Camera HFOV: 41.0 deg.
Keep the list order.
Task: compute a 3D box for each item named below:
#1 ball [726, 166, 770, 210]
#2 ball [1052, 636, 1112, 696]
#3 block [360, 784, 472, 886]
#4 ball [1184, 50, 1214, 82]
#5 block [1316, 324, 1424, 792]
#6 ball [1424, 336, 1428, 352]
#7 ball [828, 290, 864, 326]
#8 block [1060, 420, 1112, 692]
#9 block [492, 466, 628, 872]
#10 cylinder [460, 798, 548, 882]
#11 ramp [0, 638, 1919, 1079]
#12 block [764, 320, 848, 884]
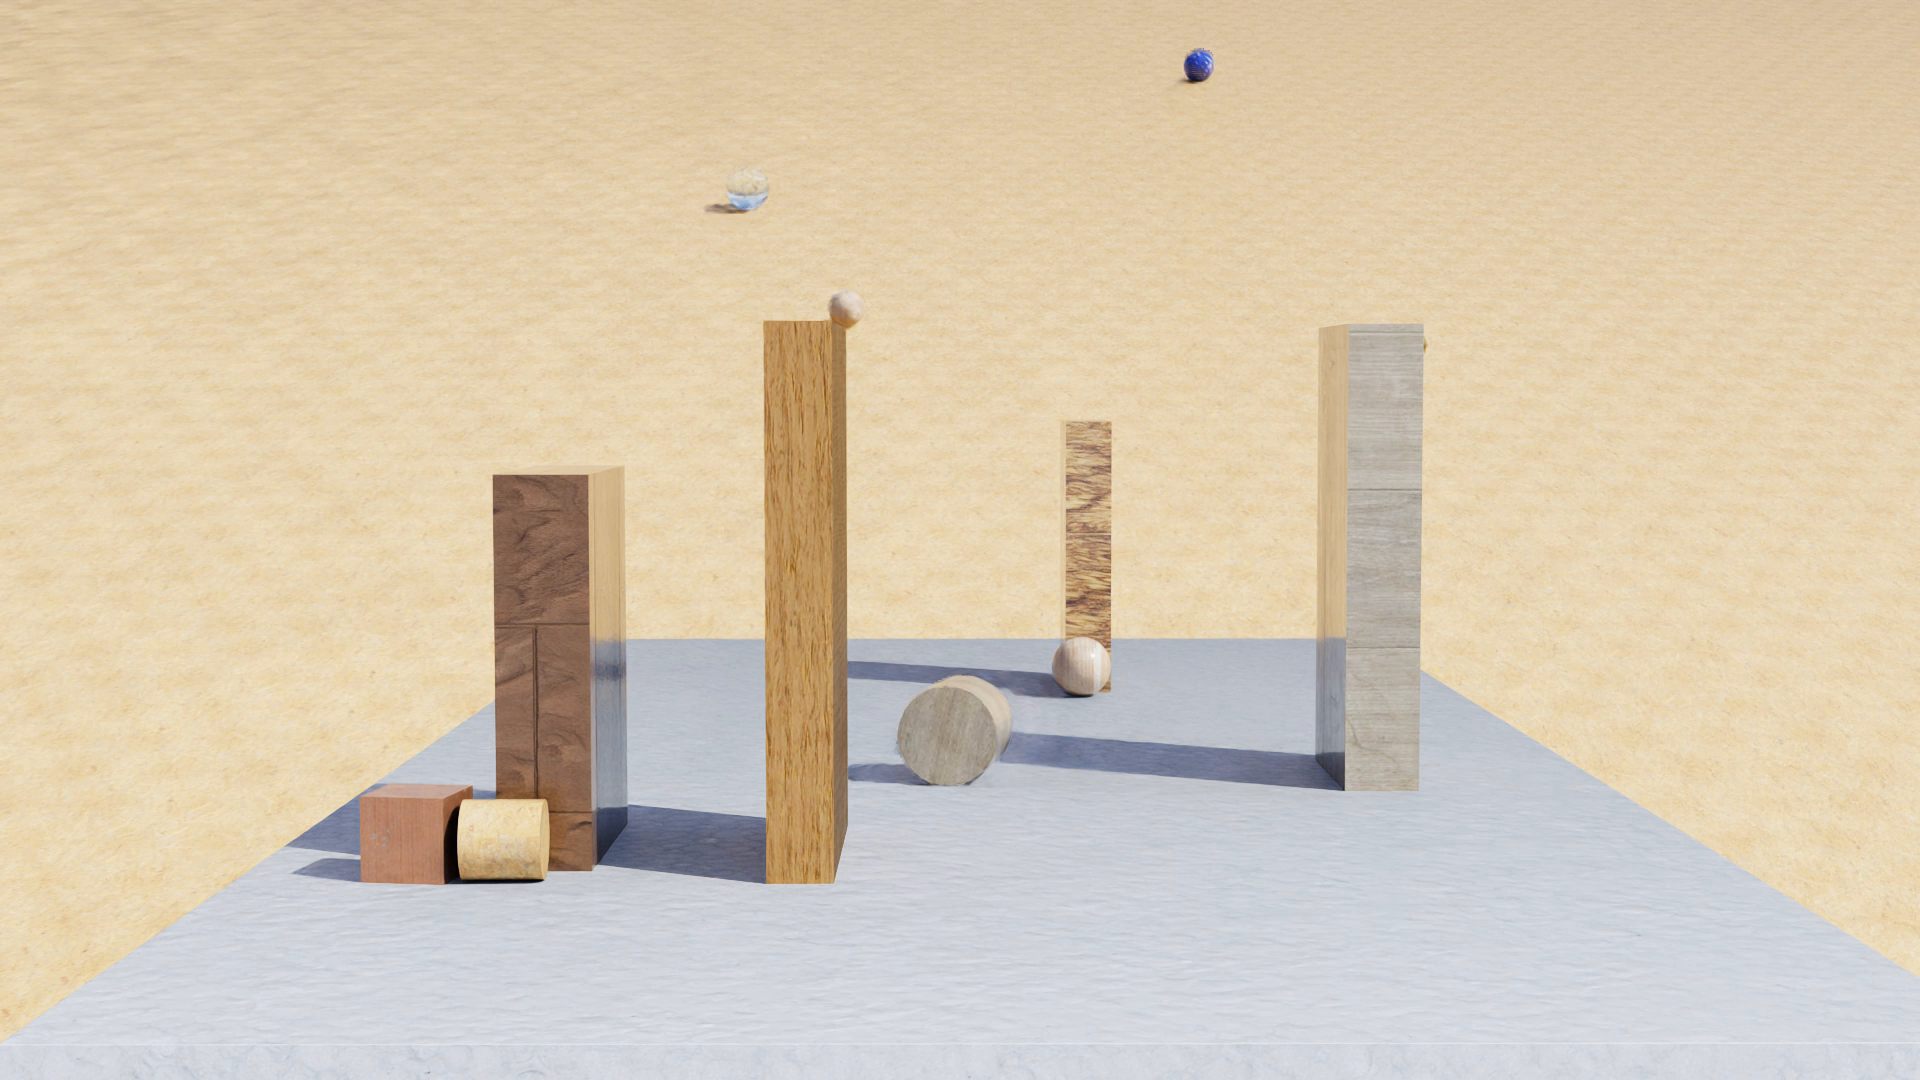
[{"bbox_3d":[-0.954,-1.579,11.537,0.193,0.193,0.193,0,20,0],"label":"ball"},{"bbox_3d":[0.252,0.262,5.329,0.123,0.123,0.123,0,20,0],"label":"ball"},{"bbox_3d":[-0.717,0.388,3.394,0.113,0.113,0.113,1,4,9],"label":"block"},{"bbox_3d":[1.363,-2.705,14.651,0.175,0.175,0.175,0,20,0],"label":"ball"},{"bbox_3d":[0.672,0.019,4.238,0.118,0.743,0.336,0,4,0],"label":"block"},{"bbox_3d":[1.624,-0.703,9.249,0.116,0.116,0.116,0,20,0],"label":"ball"},{"bbox_3d":[-0.428,-0.873,9.685,0.138,0.138,0.138,0,20,0],"label":"ball"},{"bbox_3d":[0.269,0.027,5.523,0.096,0.569,0.292,0,4,0],"label":"block"},{"bbox_3d":[-0.555,0.166,3.596,0.127,0.530,0.373,0,4,0],"label":"block"},{"bbox_3d":[-0.598,0.393,3.368,0.106,0.106,0.106,3,20,-6],"label":"cylinder"},{"bbox_3d":[0.047,0.424,4.534,2.000,0.100,4.000,0,4,0],"label":"ramp"},{"bbox_3d":[-0.209,0.070,3.535,0.088,0.730,0.436,0,4,0],"label":"block"}]
